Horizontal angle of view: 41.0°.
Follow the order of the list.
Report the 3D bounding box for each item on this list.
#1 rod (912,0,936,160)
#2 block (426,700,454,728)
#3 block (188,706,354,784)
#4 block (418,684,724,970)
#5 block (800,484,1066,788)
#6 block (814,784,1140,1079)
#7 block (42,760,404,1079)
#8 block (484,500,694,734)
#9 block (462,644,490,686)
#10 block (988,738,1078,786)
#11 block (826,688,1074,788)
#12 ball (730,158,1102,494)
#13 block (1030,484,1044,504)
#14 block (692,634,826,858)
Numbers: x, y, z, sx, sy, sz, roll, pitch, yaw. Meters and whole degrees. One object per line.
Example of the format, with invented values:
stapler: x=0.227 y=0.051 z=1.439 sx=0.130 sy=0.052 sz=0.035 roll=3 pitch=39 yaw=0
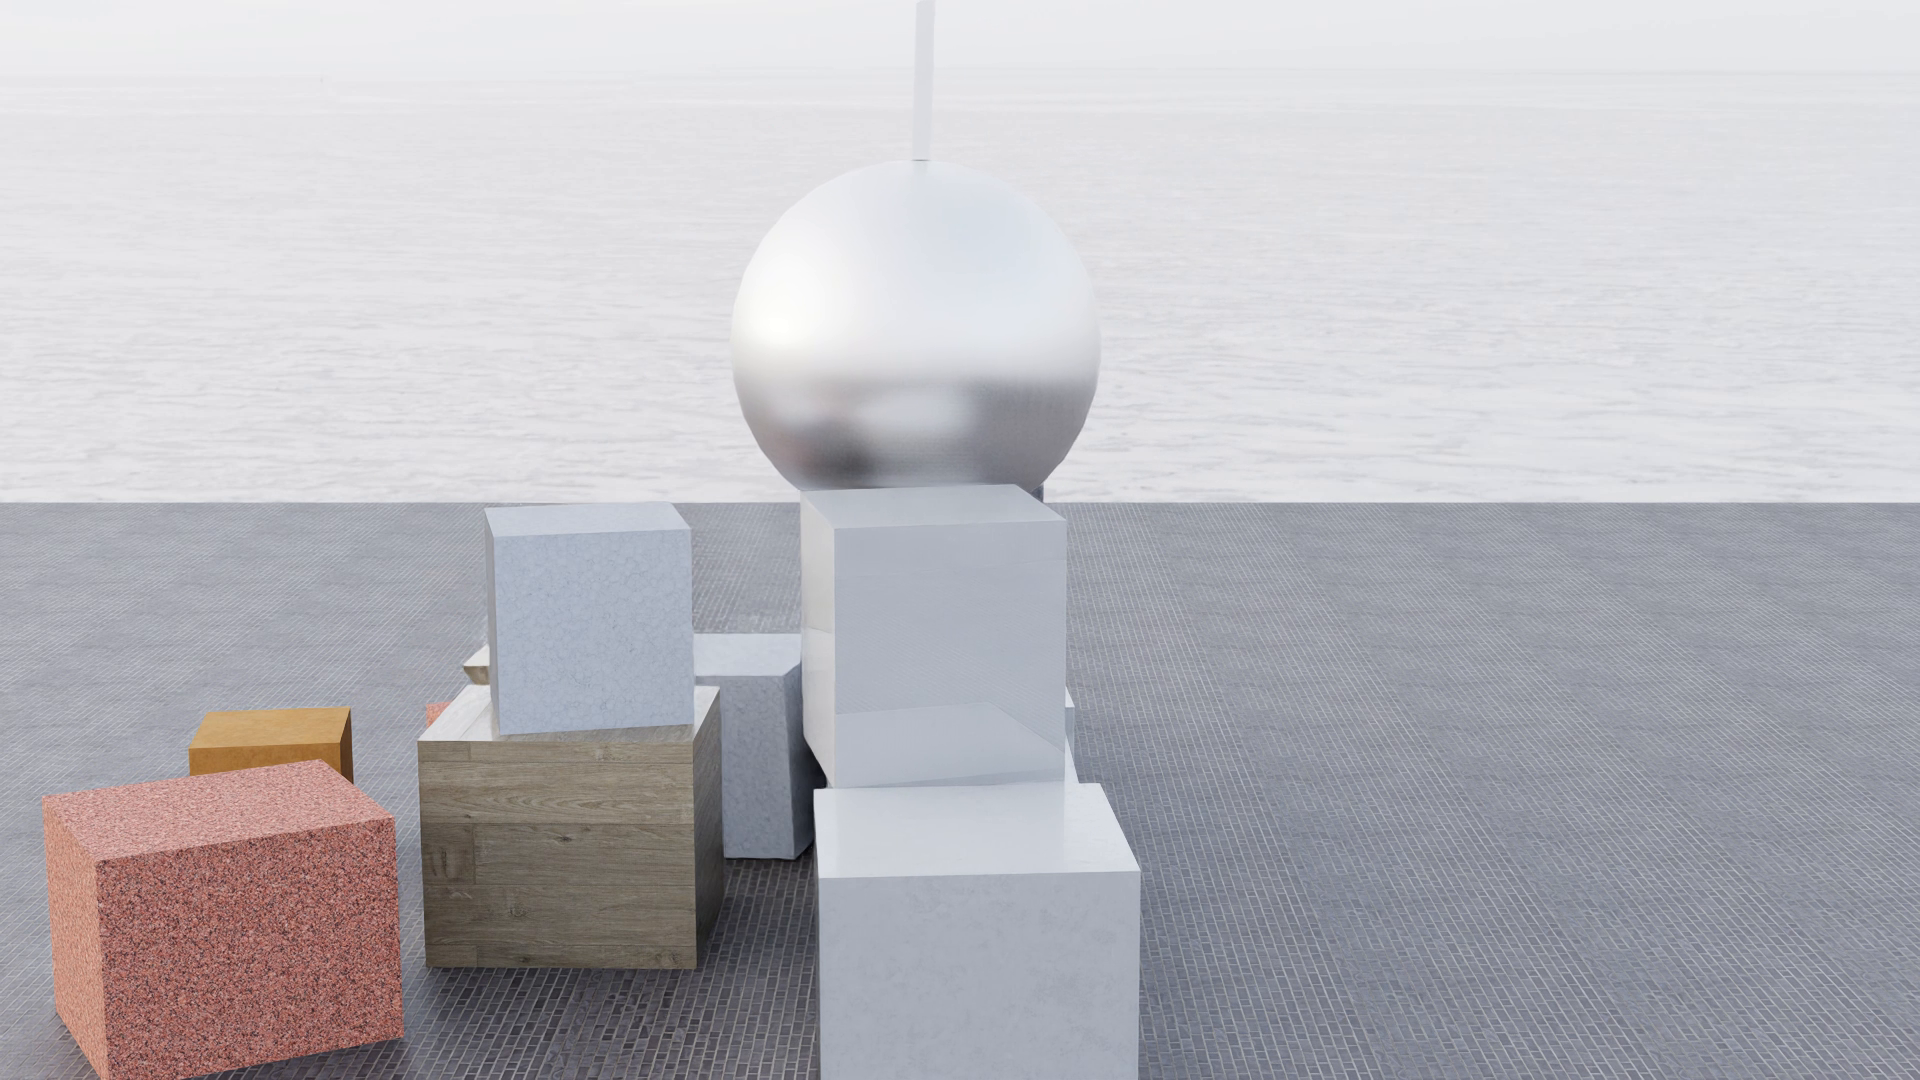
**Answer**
rod: x=-0.082 y=-4.173 z=10.422 sx=0.080 sy=5.200 sz=0.080 roll=2 pitch=10 yaw=0
block: x=-2.052 y=1.083 z=11.911 sx=0.650 sy=0.608 sz=0.614 roll=-6 pitch=12 yaw=-30
block: x=-3.107 y=1.138 z=11.639 sx=0.645 sy=0.597 sz=0.662 roll=-2 pitch=10 yaw=-9
block: x=-1.575 y=1.162 z=10.578 sx=1.082 sy=0.929 sz=0.929 roll=0 pitch=10 yaw=1
block: x=-0.117 y=0.354 z=9.829 sx=0.864 sy=0.988 sz=0.857 roll=-2 pitch=11 yaw=-11
block: x=0.028 y=1.453 z=9.008 sx=1.058 sy=0.919 sz=1.062 roll=-1 pitch=10 yaw=-4
block: x=-2.744 y=1.396 z=9.535 sx=1.057 sy=0.841 sz=0.931 roll=-6 pitch=12 yaw=-30
block: x=-1.522 y=0.303 z=10.482 sx=0.770 sy=0.796 sz=0.690 roll=-2 pitch=11 yaw=-13
block: x=-1.906 y=0.678 z=12.849 sx=0.677 sy=0.689 sz=0.725 roll=-44 pitch=21 yaw=-27
block: x=-0.003 y=1.273 z=10.048 sx=0.870 sy=0.899 sz=0.883 roll=0 pitch=10 yaw=-1
block: x=-0.068 y=1.064 z=11.013 sx=1.009 sy=0.966 sz=1.066 roll=-1 pitch=10 yaw=-3
ball: x=-0.189 y=-0.830 z=11.030 sx=1.600 sy=1.600 sz=1.600 roll=0 pitch=10 yaw=0
block: x=-0.043 y=-0.052 z=12.663 sx=0.828 sy=0.883 sz=0.854 roll=1 pitch=7 yaw=7
block: x=-1.081 y=0.938 z=11.925 sx=0.867 sy=0.843 sz=0.878 roll=0 pitch=10 yaw=14
